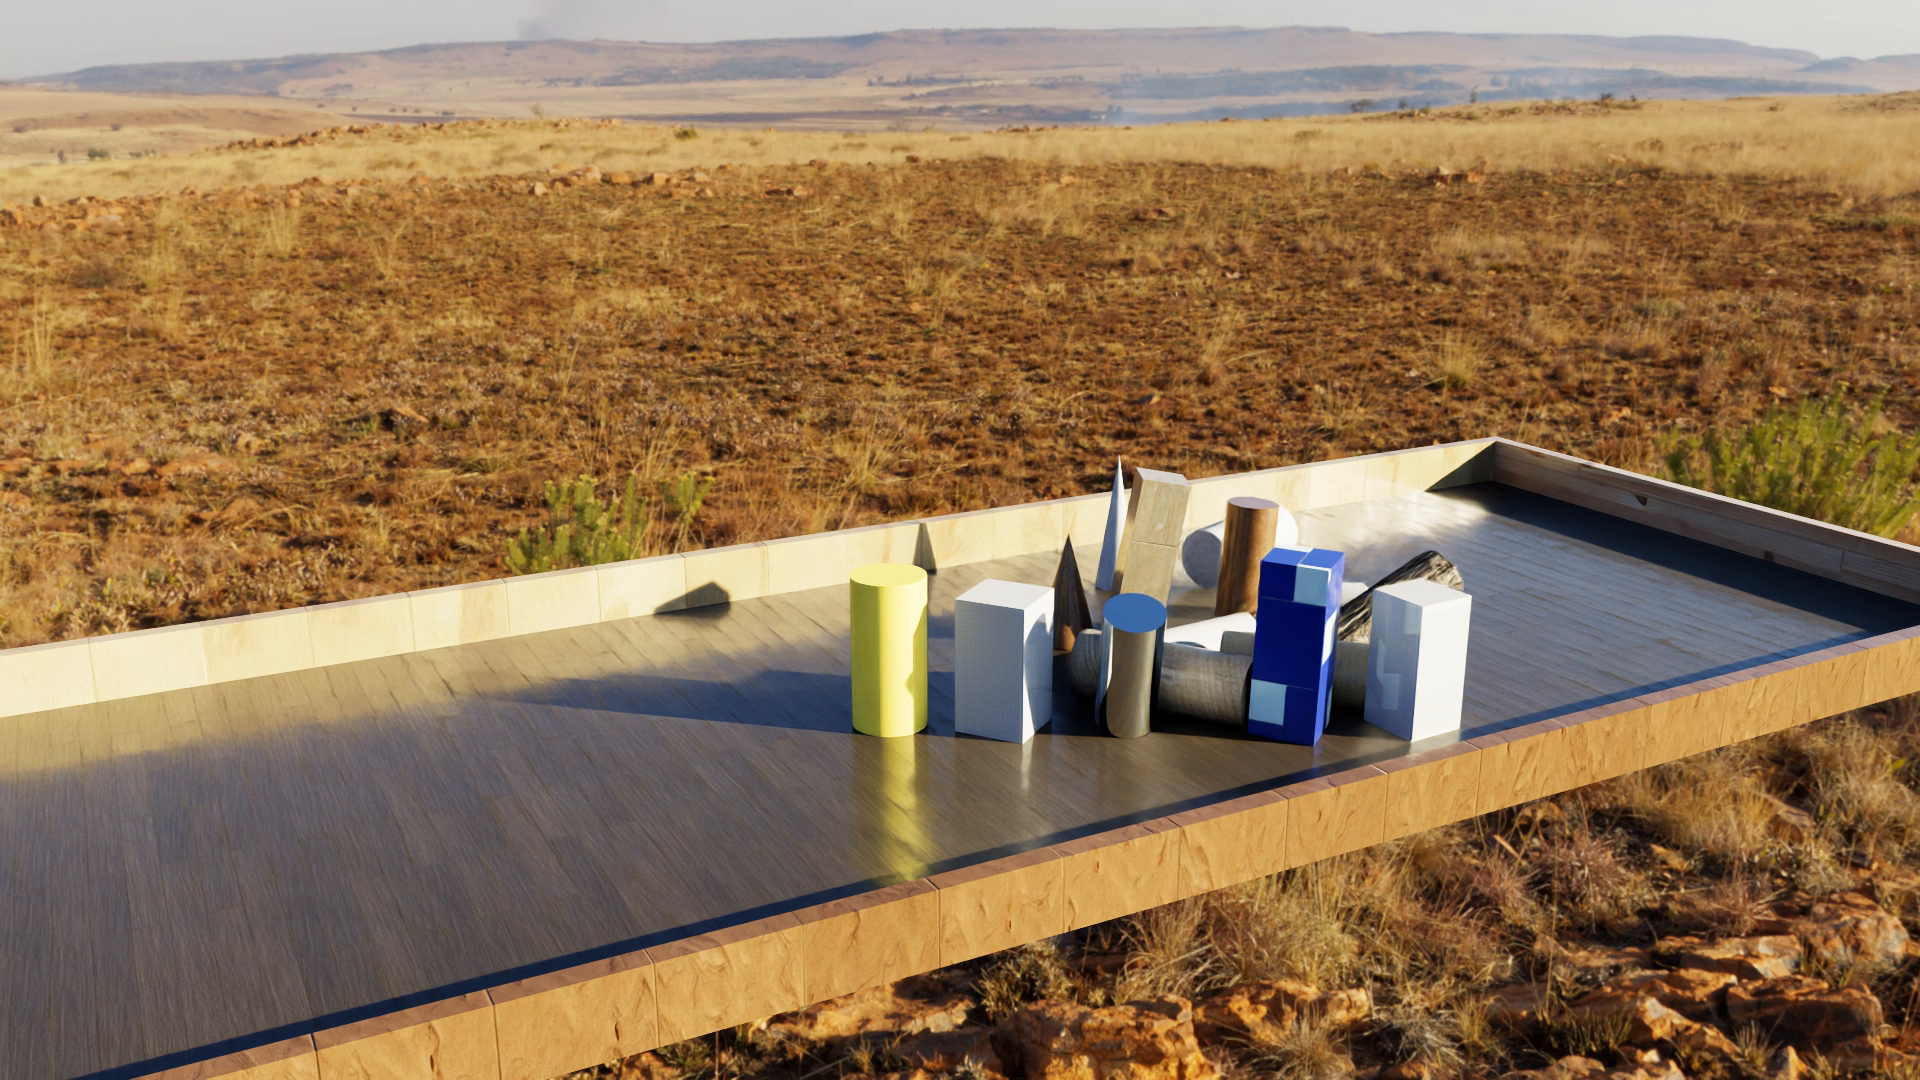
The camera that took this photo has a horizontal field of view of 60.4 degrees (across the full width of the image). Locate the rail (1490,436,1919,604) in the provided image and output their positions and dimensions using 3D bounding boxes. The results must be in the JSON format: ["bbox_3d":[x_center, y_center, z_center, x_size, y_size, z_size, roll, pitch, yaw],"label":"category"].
[{"bbox_3d":[2.466,-0.048,5.253,0.050,0.150,2.100,-9,18,-27],"label":"rail"}]

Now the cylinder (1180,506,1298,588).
[{"bbox_3d":[0.844,0.014,4.966,0.178,0.178,0.359,15,24,41],"label":"cylinder"}]

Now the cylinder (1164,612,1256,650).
[{"bbox_3d":[0.593,0.276,4.189,0.354,0.128,0.128,-10,19,-31],"label":"cylinder"}]

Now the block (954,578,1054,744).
[{"bbox_3d":[0.103,0.278,3.833,0.172,0.324,0.172,8,18,25],"label":"block"}]

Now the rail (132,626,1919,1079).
[{"bbox_3d":[-2.336,1.006,1.665,12.000,0.150,0.050,-9,18,-27],"label":"rail"}]

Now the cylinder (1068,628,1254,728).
[{"bbox_3d":[0.491,0.328,3.943,0.434,0.167,0.167,9,18,27],"label":"cylinder"}]

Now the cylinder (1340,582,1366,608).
[{"bbox_3d":[0.939,0.168,4.587,0.368,0.111,0.111,3,17,10],"label":"cylinder"}]

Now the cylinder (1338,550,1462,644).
[{"bbox_3d":[1.093,0.184,4.236,0.398,0.144,0.144,-30,27,-19],"label":"cylinder"}]

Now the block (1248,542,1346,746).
[{"bbox_3d":[0.772,0.238,3.791,0.155,0.421,0.155,9,19,24],"label":"block"}]

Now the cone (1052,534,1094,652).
[{"bbox_3d":[0.286,0.125,4.391,0.164,0.304,0.164,0,16,0],"label":"cone"}]

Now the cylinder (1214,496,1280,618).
[{"bbox_3d":[0.756,0.086,4.371,0.137,0.380,0.137,4,14,-1],"label":"cylinder"}]

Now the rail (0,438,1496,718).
[{"bbox_3d":[-3.305,0.497,3.399,12.000,0.150,0.050,-9,18,-27],"label":"rail"}]

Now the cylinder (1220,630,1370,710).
[{"bbox_3d":[0.810,0.314,4.003,0.349,0.159,0.159,5,17,16],"label":"cylinder"}]

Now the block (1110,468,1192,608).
[{"bbox_3d":[0.490,0.052,4.341,0.126,0.456,0.126,9,16,-5],"label":"block"}]

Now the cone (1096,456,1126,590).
[{"bbox_3d":[0.463,-0.058,4.849,0.122,0.396,0.122,0,16,0],"label":"cone"}]

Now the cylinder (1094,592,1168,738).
[{"bbox_3d":[0.388,0.288,3.766,0.143,0.313,0.143,1,36,0],"label":"cylinder"}]

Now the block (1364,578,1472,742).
[{"bbox_3d":[1.062,0.276,3.834,0.154,0.327,0.154,-10,19,-30],"label":"block"}]

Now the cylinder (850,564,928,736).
[{"bbox_3d":[-0.165,0.254,3.841,0.178,0.366,0.178,0,16,0],"label":"cylinder"}]
